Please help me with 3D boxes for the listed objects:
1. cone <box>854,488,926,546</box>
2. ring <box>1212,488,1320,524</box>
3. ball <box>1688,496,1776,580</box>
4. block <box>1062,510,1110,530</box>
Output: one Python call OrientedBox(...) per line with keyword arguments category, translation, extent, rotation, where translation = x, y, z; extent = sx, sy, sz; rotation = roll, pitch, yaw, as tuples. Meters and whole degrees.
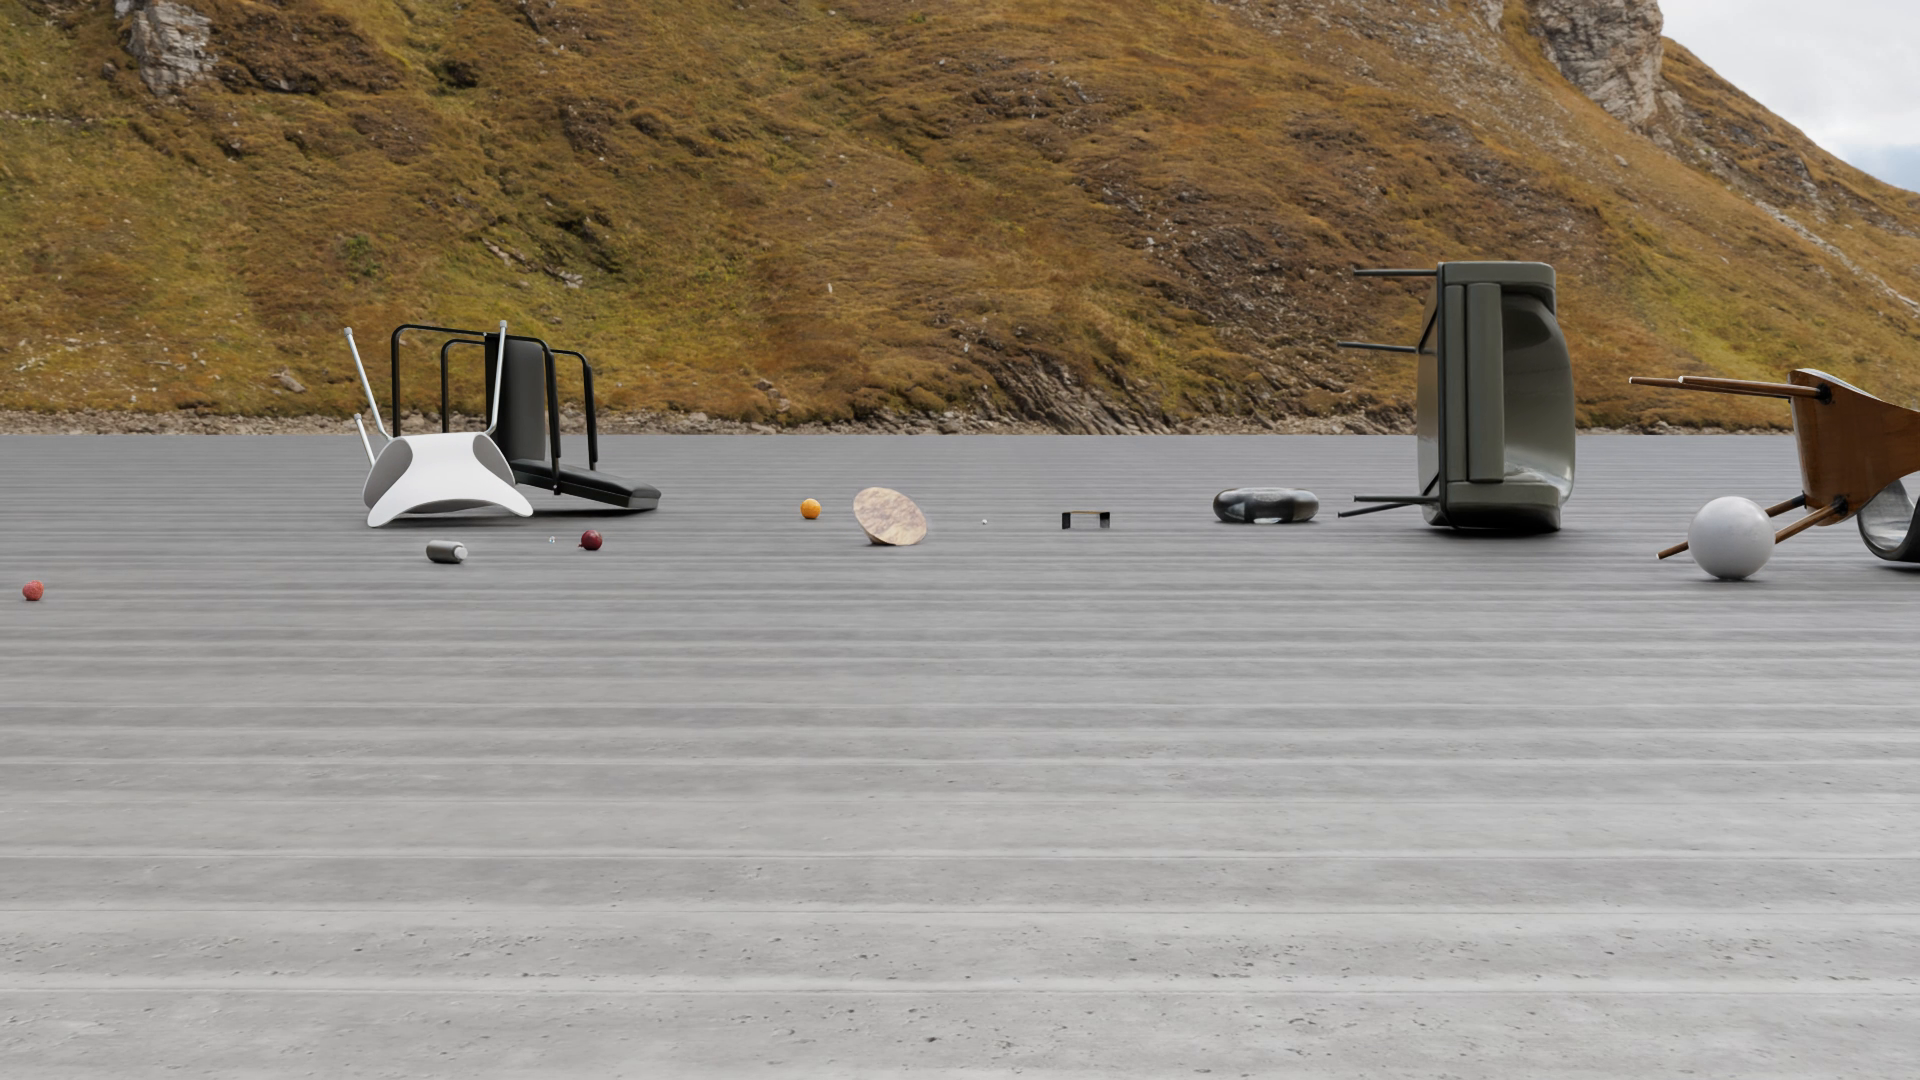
OrientedBox(category="cone", translation=(-0.230, -0.032, 6.418), extent=(0.223, 0.115, 0.261), rotation=(45, 36, 13))
OrientedBox(category="ring", translation=(1.041, -0.118, 7.482), extent=(0.383, 0.109, 0.317), rotation=(-3, 6, -30))
OrientedBox(category="ball", translation=(1.816, -0.005, 5.178), extent=(0.197, 0.197, 0.197), rotation=(0, 4, 0))
OrientedBox(category="block", translation=(0.406, -0.063, 7.074), extent=(0.118, 0.053, 0.115), rotation=(2, 4, 26))
